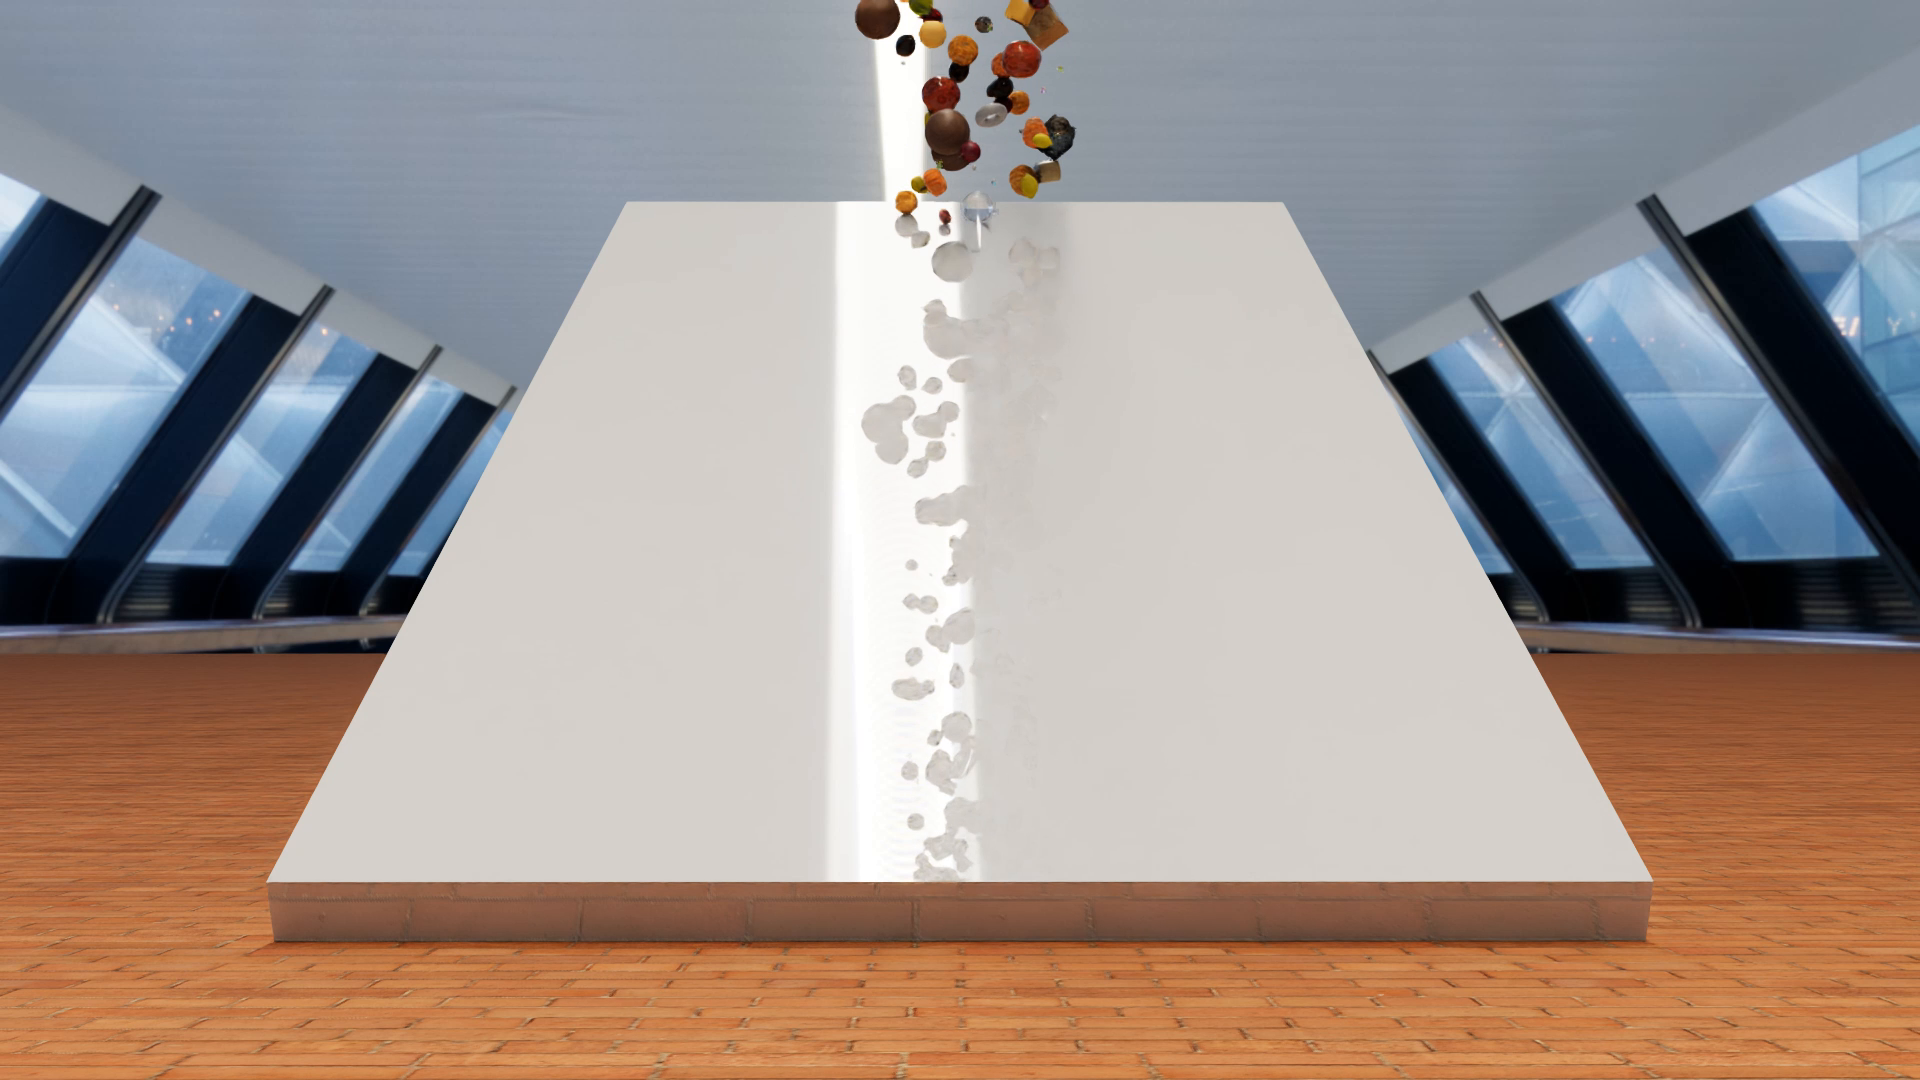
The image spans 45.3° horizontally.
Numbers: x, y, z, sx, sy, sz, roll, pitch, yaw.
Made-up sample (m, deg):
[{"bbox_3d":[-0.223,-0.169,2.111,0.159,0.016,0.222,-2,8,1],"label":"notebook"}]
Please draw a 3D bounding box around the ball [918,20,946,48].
[{"bbox_3d":[-0.076,-1.410,6.418,0.078,0.078,0.078,0,-3,0],"label":"ball"}]

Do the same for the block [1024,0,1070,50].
[{"bbox_3d":[0.246,-1.540,6.859,0.099,0.099,0.099,-34,-16,14],"label":"block"}]

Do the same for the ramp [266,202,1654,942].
[{"bbox_3d":[-0.007,-0.223,5.187,2.000,0.100,4.000,0,22,0],"label":"ramp"}]

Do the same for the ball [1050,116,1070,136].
[{"bbox_3d":[0.288,-1.188,6.606,0.055,0.055,0.055,0,-3,0],"label":"ball"}]

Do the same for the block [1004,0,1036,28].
[{"bbox_3d":[0.174,-1.529,6.671,0.058,0.058,0.058,29,9,20],"label":"block"}]

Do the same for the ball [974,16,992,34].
[{"bbox_3d":[0.069,-1.510,6.744,0.050,0.050,0.050,0,-3,0],"label":"ball"}]

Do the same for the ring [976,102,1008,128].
[{"bbox_3d":[0.090,-1.227,6.651,0.097,0.032,0.097,-14,-22,-6],"label":"ring"}]

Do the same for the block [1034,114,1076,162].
[{"bbox_3d":[0.281,-1.188,6.793,0.080,0.080,0.080,32,-42,-21],"label":"block"}]

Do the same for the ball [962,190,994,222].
[{"bbox_3d":[0.052,-0.983,6.782,0.092,0.092,0.092,0,-3,0],"label":"ball"}]
